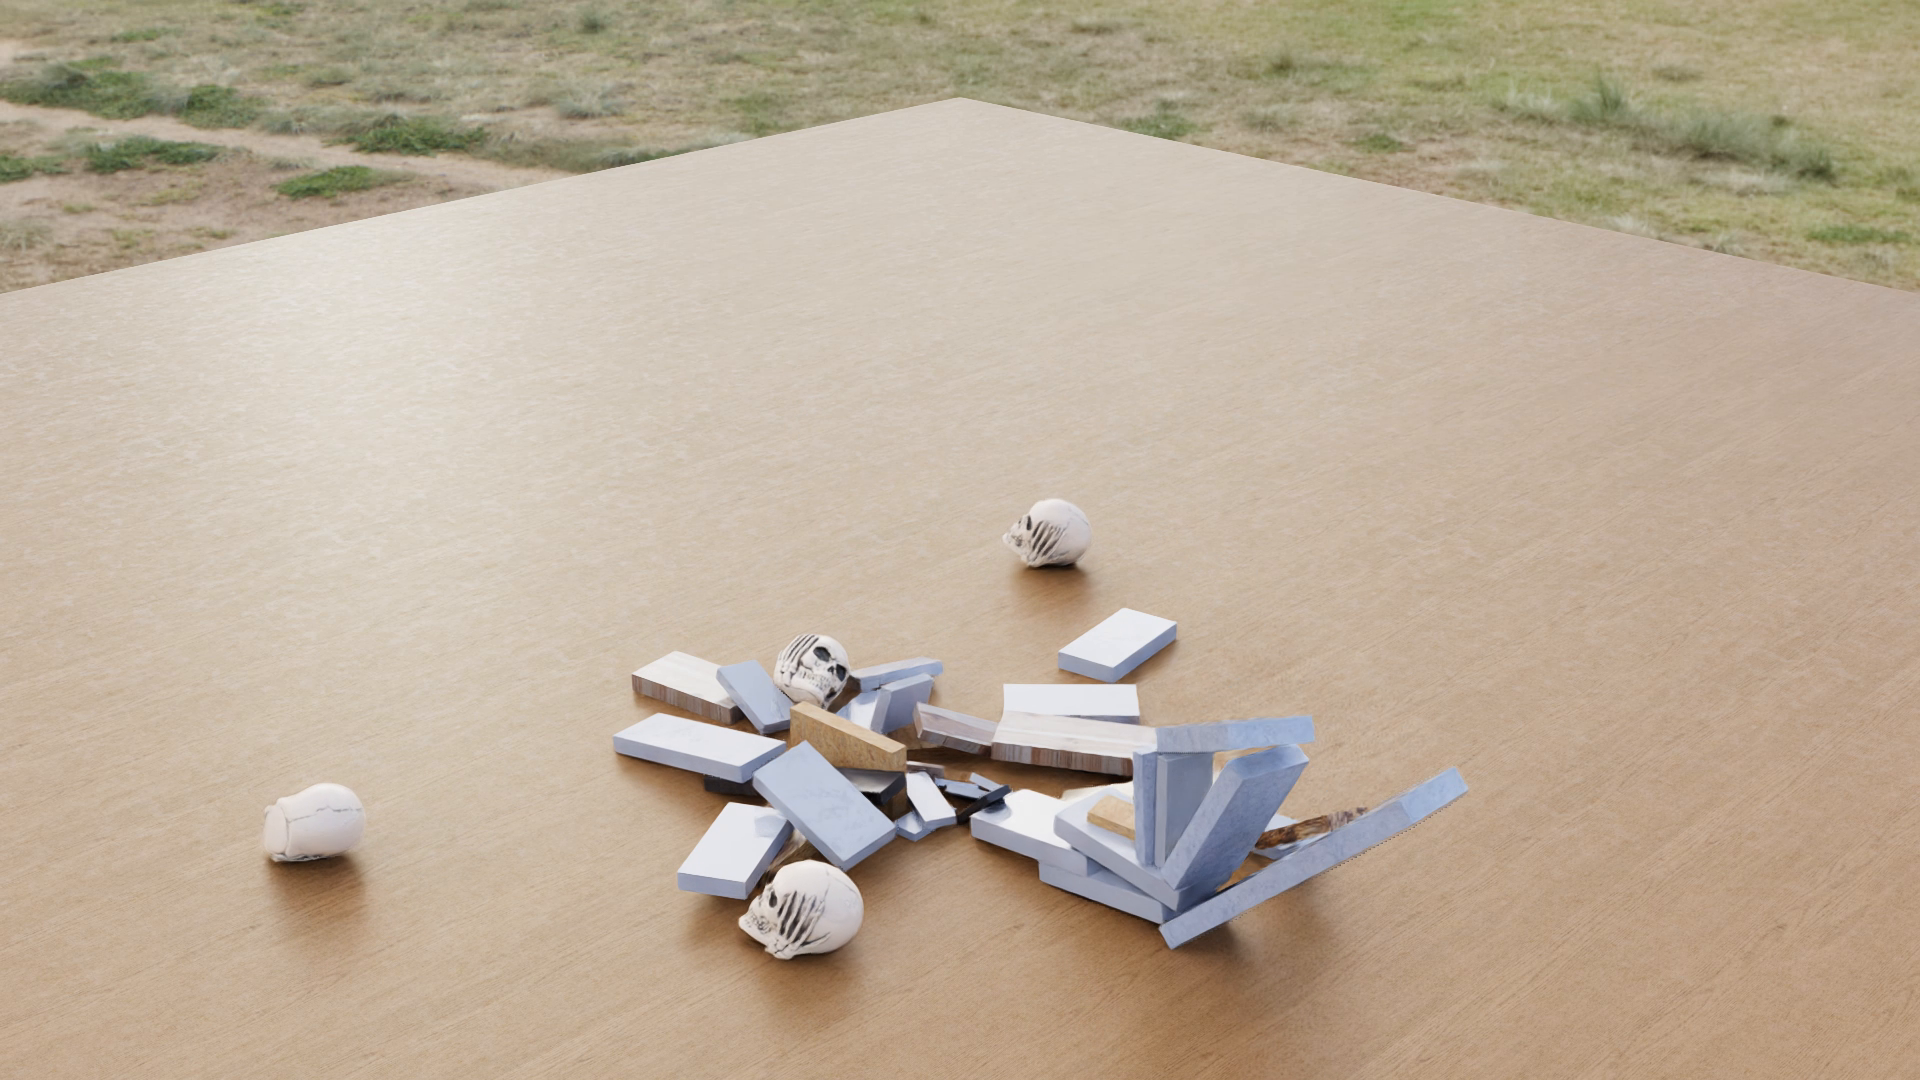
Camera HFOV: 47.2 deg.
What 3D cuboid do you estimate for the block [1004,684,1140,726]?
[{"bbox_3d":[0.243,0.369,4.837,0.293,0.042,0.147,0,23,1],"label":"block"}]

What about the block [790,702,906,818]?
[{"bbox_3d":[-0.231,0.448,4.517,0.293,0.147,0.042,19,30,38],"label":"block"}]

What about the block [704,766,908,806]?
[{"bbox_3d":[-0.316,0.489,4.450,0.424,0.028,0.100,1,19,29],"label":"block"}]

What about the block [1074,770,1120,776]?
[{"bbox_3d":[0.342,0.461,4.639,0.195,0.028,0.098,4,23,8],"label":"block"}]

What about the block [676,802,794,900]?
[{"bbox_3d":[-0.427,0.593,4.209,0.135,0.038,0.270,6,24,14],"label":"block"}]

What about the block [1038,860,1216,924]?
[{"bbox_3d":[0.314,0.635,4.156,0.155,0.044,0.310,-21,23,-40],"label":"block"}]

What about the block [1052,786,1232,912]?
[{"bbox_3d":[0.340,0.572,4.106,0.155,0.044,0.310,-21,37,-40],"label":"block"}]

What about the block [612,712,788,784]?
[{"bbox_3d":[-0.548,0.434,4.614,0.387,0.038,0.135,8,23,39],"label":"block"}]

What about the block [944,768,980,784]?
[{"bbox_3d":[-0.007,0.496,4.574,0.092,0.013,0.046,6,24,14],"label":"block"}]

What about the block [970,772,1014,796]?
[{"bbox_3d":[0.084,0.512,4.487,0.124,0.018,0.062,20,-9,40],"label":"block"}]

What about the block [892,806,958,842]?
[{"bbox_3d":[-0.072,0.562,4.413,0.065,0.018,0.130,18,29,36],"label":"block"}]

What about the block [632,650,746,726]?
[{"bbox_3d":[-0.578,0.330,4.931,0.293,0.042,0.147,16,28,33],"label":"block"}]

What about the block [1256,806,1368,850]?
[{"bbox_3d":[0.665,0.547,4.167,0.107,0.030,0.213,-6,-13,-35],"label":"block"}]

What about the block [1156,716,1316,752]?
[{"bbox_3d":[0.476,0.339,3.839,0.158,0.045,0.316,-4,-5,-18],"label":"block"}]

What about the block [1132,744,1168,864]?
[{"bbox_3d":[0.370,0.476,4.015,0.107,0.213,0.030,-12,18,-28],"label":"block"}]

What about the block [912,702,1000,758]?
[{"bbox_3d":[-0.001,0.405,4.660,0.195,0.028,0.098,16,28,-20],"label":"block"}]

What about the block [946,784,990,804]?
[{"bbox_3d":[0.039,0.522,4.461,0.124,0.018,0.062,10,-17,22],"label":"block"}]

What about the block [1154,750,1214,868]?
[{"bbox_3d":[0.407,0.486,3.998,0.107,0.213,0.030,-10,19,-31],"label":"block"}]

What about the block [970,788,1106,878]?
[{"bbox_3d":[0.184,0.565,4.269,0.155,0.044,0.310,-21,23,-40],"label":"block"}]

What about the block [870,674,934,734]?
[{"bbox_3d":[-0.124,0.352,4.732,0.028,0.100,0.201,20,13,23],"label":"block"}]

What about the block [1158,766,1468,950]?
[{"bbox_3d":[0.598,0.558,3.810,0.158,0.045,0.670,-21,-13,-40],"label":"block"}]

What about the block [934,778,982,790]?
[{"bbox_3d":[-0.003,0.506,4.513,0.092,0.013,0.046,7,-15,12],"label":"block"}]

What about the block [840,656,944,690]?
[{"bbox_3d":[-0.154,0.301,4.968,0.207,0.029,0.104,-10,8,-27],"label":"block"}]

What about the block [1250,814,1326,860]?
[{"bbox_3d":[0.592,0.574,4.321,0.237,0.029,0.103,16,32,18],"label":"block"}]

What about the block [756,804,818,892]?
[{"bbox_3d":[-0.354,0.585,4.328,0.147,0.042,0.293,13,26,27],"label":"block"}]

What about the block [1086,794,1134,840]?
[{"bbox_3d":[0.323,0.527,4.119,0.152,0.022,0.076,19,31,26],"label":"block"}]

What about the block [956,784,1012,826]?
[{"bbox_3d":[0.046,0.529,4.383,0.062,0.124,0.018,-21,75,-40],"label":"block"}]

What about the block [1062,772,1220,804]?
[{"bbox_3d":[0.381,0.510,4.419,0.365,0.022,0.076,-9,20,16],"label":"block"}]

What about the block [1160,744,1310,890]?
[{"bbox_3d":[0.485,0.492,3.902,0.158,0.316,0.045,-11,51,-34],"label":"block"}]

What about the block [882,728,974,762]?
[{"bbox_3d":[-0.074,0.434,4.703,0.195,0.028,0.098,-4,23,-10],"label":"block"}]

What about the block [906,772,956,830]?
[{"bbox_3d":[-0.070,0.526,4.451,0.065,0.018,0.199,-8,23,-17],"label":"block"}]

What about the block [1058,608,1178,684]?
[{"bbox_3d":[0.370,0.244,5.132,0.147,0.042,0.293,15,27,32],"label":"block"}]

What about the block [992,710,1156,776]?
[{"bbox_3d":[0.282,0.431,4.611,0.412,0.042,0.147,6,24,11],"label":"block"}]

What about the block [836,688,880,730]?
[{"bbox_3d":[-0.209,0.388,4.808,0.103,0.029,0.207,12,26,25],"label":"block"}]

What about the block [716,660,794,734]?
[{"bbox_3d":[-0.442,0.344,4.826,0.100,0.028,0.201,-11,43,-37],"label":"block"}]

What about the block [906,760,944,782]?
[{"bbox_3d":[-0.079,0.485,4.558,0.092,0.046,0.013,6,22,14],"label":"block"}]

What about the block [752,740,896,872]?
[{"bbox_3d":[-0.266,0.517,4.285,0.135,0.038,0.270,-31,57,-33],"label":"block"}]
